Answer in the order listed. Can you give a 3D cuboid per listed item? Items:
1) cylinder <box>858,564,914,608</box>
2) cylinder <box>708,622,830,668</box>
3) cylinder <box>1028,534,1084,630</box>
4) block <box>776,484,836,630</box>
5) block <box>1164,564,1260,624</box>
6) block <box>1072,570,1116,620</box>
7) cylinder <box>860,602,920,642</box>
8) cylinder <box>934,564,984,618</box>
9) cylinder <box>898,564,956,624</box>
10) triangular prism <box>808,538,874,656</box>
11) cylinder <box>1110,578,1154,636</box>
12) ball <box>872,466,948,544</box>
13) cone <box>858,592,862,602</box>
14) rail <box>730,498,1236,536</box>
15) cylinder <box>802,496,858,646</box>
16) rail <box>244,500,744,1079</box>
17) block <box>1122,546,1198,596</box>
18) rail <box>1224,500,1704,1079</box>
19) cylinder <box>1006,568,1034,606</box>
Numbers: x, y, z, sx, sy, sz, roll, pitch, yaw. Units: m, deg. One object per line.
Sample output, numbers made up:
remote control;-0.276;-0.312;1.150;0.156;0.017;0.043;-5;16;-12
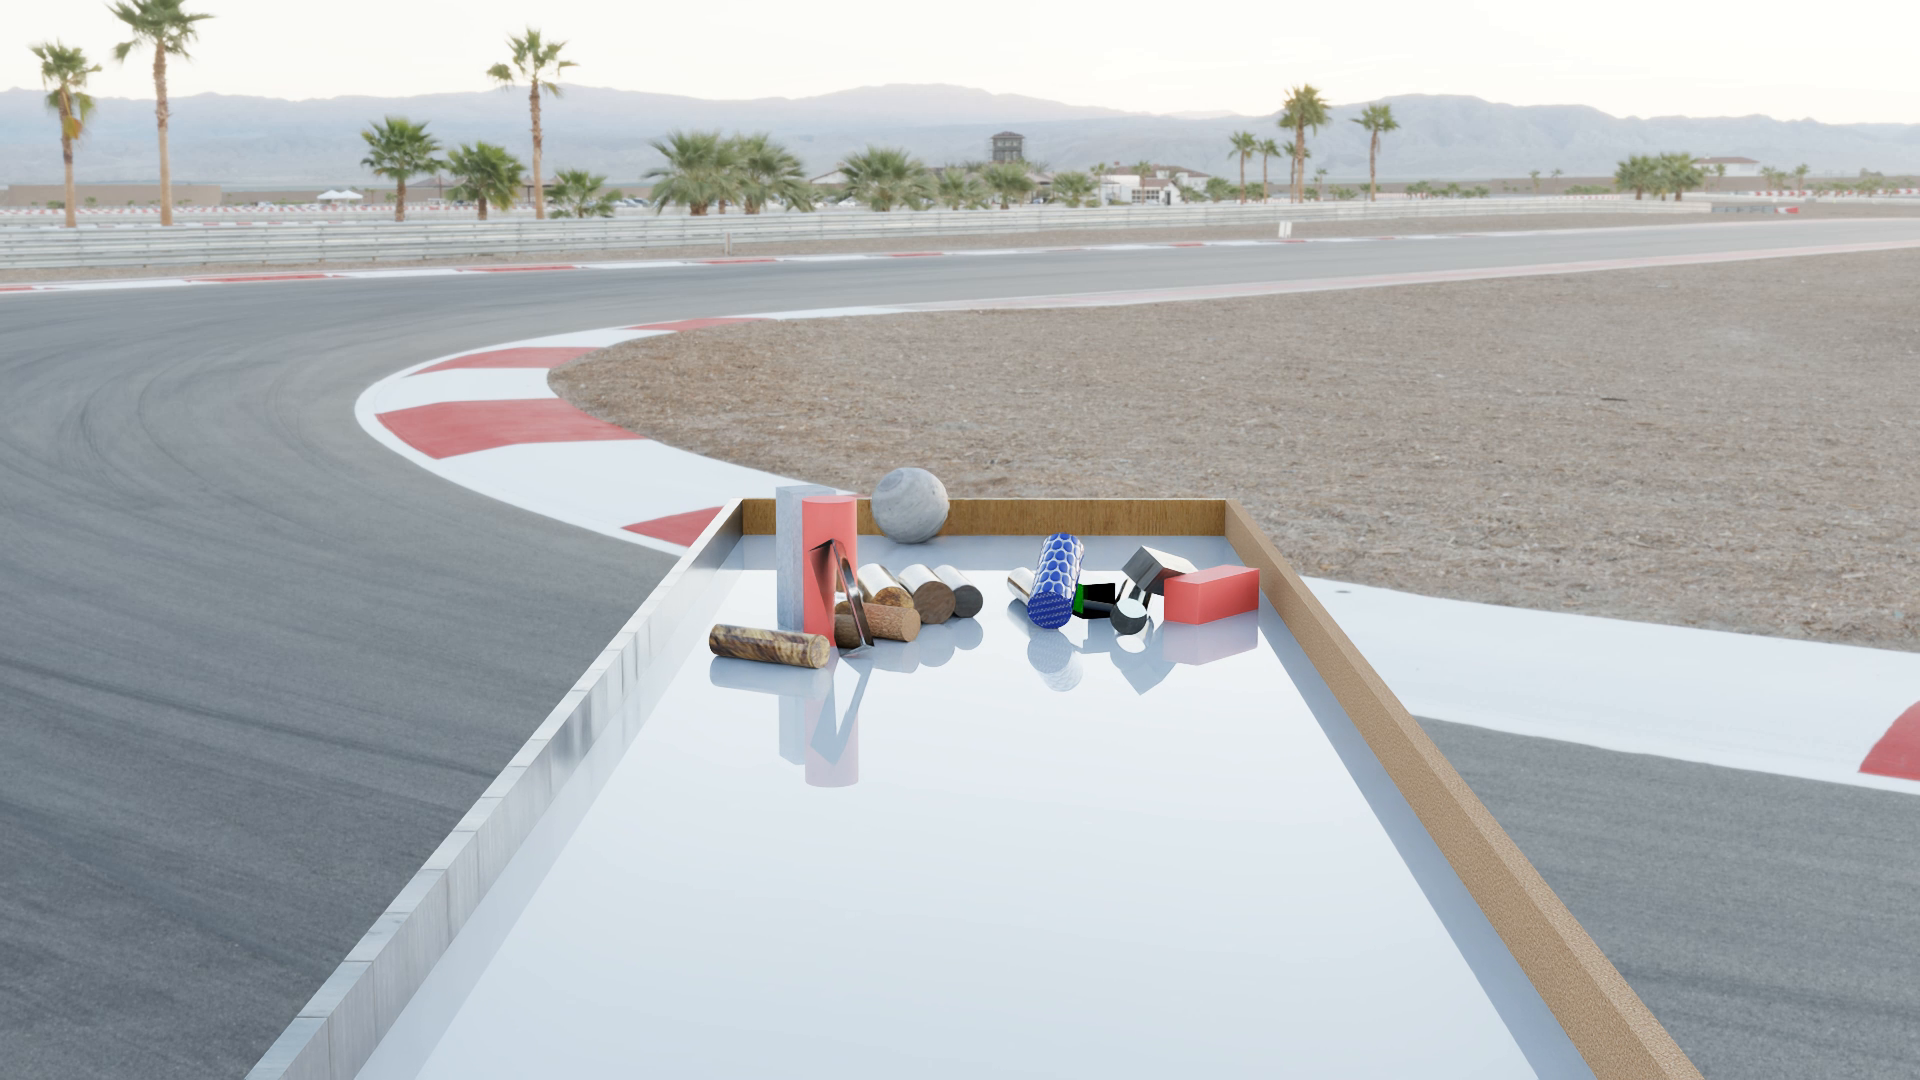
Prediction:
cylinder;-0.261;0.187;7.378;0.142;0.142;0.455;-2;9;-10
cylinder;-0.580;0.319;6.674;0.380;0.100;0.100;5;10;30
cylinder;0.319;0.134;7.291;0.147;0.147;0.363;2;32;10
block;-0.504;0.055;7.218;0.152;0.452;0.152;-4;10;-25
block;0.850;0.183;7.417;0.138;0.138;0.374;7;12;39
block;0.403;0.178;7.511;0.118;0.118;0.357;-3;10;-20
cylinder;-0.296;0.255;7.065;0.340;0.105;0.105;6;11;34
cylinder;-0.013;0.174;7.554;0.112;0.112;0.414;-2;9;-10
cylinder;-0.116;0.181;7.405;0.145;0.145;0.334;-2;9;-10
triangular prism;-0.348;0.174;6.783;0.115;0.344;0.099;-27;-14;39
cylinder;0.573;0.213;7.283;0.119;0.119;0.442;1;9;8
ball;-0.200;-0.141;8.903;0.311;0.311;0.311;0;9;0
cone;-0.465;0.213;7.475;0.123;0.123;0.333;-5;0;-30
rail;0.099;-0.098;9.147;2.100;0.150;0.050;0;9;1
cylinder;-0.410;0.096;6.946;0.172;0.456;0.172;0;9;0
rail;-1.004;0.839;3.234;0.050;0.150;12.000;0;9;1
block;0.696;0.118;7.450;0.107;0.107;0.432;45;13;23
rail;1.046;0.843;3.208;0.050;0.150;12.000;0;9;1
cylinder;0.249;0.176;7.563;0.105;0.105;0.359;-2;9;-11
